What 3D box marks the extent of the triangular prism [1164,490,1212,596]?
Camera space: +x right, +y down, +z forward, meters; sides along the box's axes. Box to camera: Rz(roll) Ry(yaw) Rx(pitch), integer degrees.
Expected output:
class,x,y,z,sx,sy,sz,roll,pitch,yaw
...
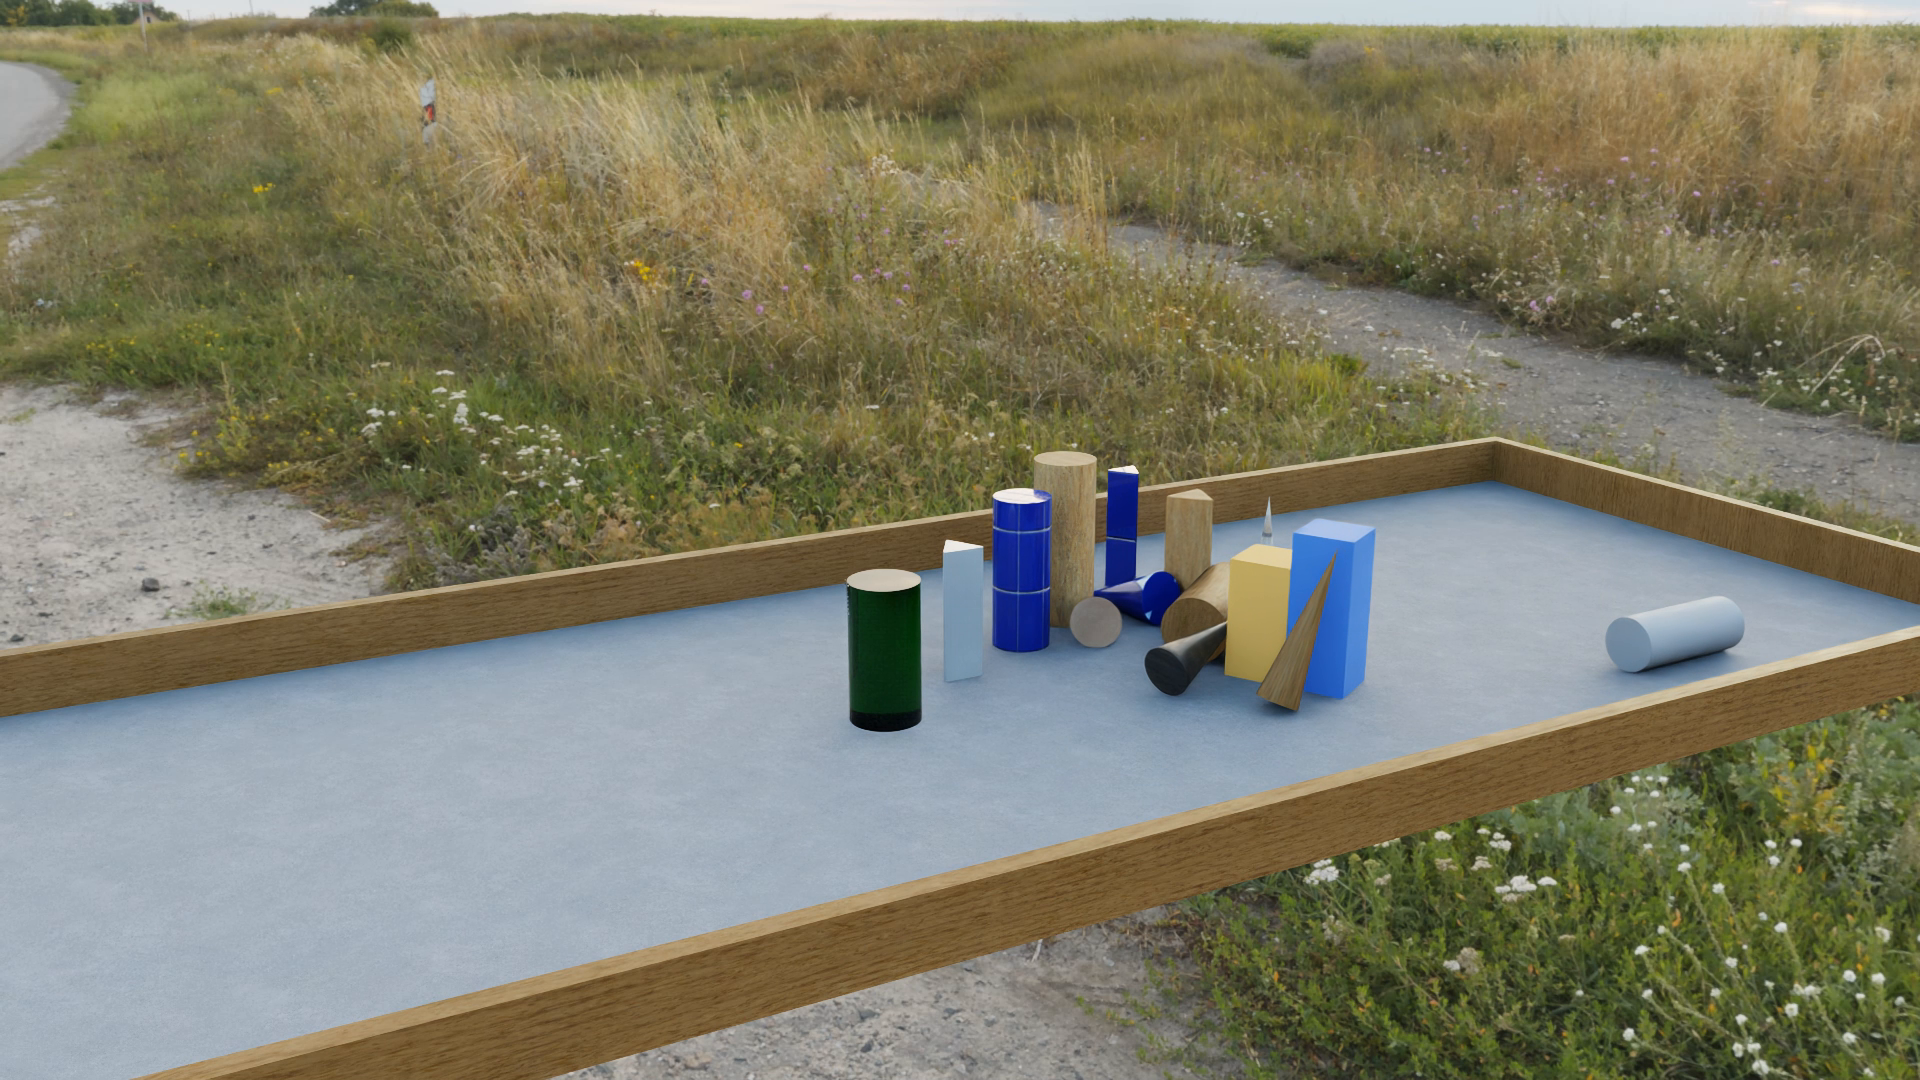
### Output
class,x,y,z,sx,sy,sz,roll,pitch,yaw
triangular prism,0.653,0.034,4.633,0.129,0.340,0.112,6,17,21

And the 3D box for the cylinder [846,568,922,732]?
class,x,y,z,sx,sy,sz,roll,pitch,yaw
cylinder,-0.176,0.257,3.869,0.172,0.344,0.172,0,16,0

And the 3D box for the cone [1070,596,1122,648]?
class,x,y,z,sx,sy,sz,roll,pitch,yaw
cone,0.385,0.206,4.534,0.137,0.137,0.327,3,5,9

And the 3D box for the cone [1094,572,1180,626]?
class,x,y,z,sx,sy,sz,roll,pitch,yaw
cone,0.453,0.161,4.678,0.150,0.150,0.333,-13,8,-37

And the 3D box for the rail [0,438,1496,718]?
class,x,y,z,sx,sy,sz,roll,pitch,yaw
rail,-3.305,0.497,3.399,12.000,0.150,0.050,-9,18,-27

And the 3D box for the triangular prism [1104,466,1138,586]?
class,x,y,z,sx,sy,sz,roll,pitch,yaw
triangular prism,0.491,-0.039,4.860,0.094,0.353,0.081,8,18,26

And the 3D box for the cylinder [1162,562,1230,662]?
class,x,y,z,sx,sy,sz,roll,pitch,yaw
cylinder,0.673,0.189,4.398,0.177,0.177,0.347,7,18,23

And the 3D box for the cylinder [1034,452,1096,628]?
class,x,y,z,sx,sy,sz,roll,pitch,yaw
cylinder,0.286,-0.002,4.551,0.171,0.458,0.171,0,16,0

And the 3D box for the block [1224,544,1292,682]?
class,x,y,z,sx,sy,sz,roll,pitch,yaw
block,0.781,0.188,4.167,0.158,0.308,0.158,10,19,31

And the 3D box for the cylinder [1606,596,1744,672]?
class,x,y,z,sx,sy,sz,roll,pitch,yaw
cylinder,1.857,0.242,4.280,0.357,0.142,0.142,-9,19,-28

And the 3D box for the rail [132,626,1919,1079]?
class,x,y,z,sx,sy,sz,roll,pitch,yaw
rail,-2.336,1.006,1.665,12.000,0.150,0.050,-9,18,-27

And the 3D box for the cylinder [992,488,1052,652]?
class,x,y,z,sx,sy,sz,roll,pitch,yaw
cylinder,0.163,0.080,4.359,0.154,0.407,0.154,0,16,0

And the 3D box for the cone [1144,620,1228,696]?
class,x,y,z,sx,sy,sz,roll,pitch,yaw
cone,0.614,0.257,4.131,0.130,0.130,0.326,15,34,42

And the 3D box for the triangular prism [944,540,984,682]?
class,x,y,z,sx,sy,sz,roll,pitch,yaw
triangular prism,-0.011,0.175,4.158,0.109,0.340,0.094,-8,18,-26

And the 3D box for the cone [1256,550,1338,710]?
class,x,y,z,sx,sy,sz,roll,pitch,yaw
cone,0.831,0.203,3.943,0.107,0.397,0.107,21,4,-1

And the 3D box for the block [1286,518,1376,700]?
class,x,y,z,sx,sy,sz,roll,pitch,yaw
block,0.913,0.168,4.074,0.154,0.400,0.154,10,19,31

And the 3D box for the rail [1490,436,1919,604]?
class,x,y,z,sx,sy,sz,roll,pitch,yaw
rail,2.466,-0.048,5.253,0.050,0.150,2.100,-9,18,-27

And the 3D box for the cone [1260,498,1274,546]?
class,x,y,z,sx,sy,sz,roll,pitch,yaw
cone,0.795,0.090,4.299,0.109,0.422,0.109,0,16,0
